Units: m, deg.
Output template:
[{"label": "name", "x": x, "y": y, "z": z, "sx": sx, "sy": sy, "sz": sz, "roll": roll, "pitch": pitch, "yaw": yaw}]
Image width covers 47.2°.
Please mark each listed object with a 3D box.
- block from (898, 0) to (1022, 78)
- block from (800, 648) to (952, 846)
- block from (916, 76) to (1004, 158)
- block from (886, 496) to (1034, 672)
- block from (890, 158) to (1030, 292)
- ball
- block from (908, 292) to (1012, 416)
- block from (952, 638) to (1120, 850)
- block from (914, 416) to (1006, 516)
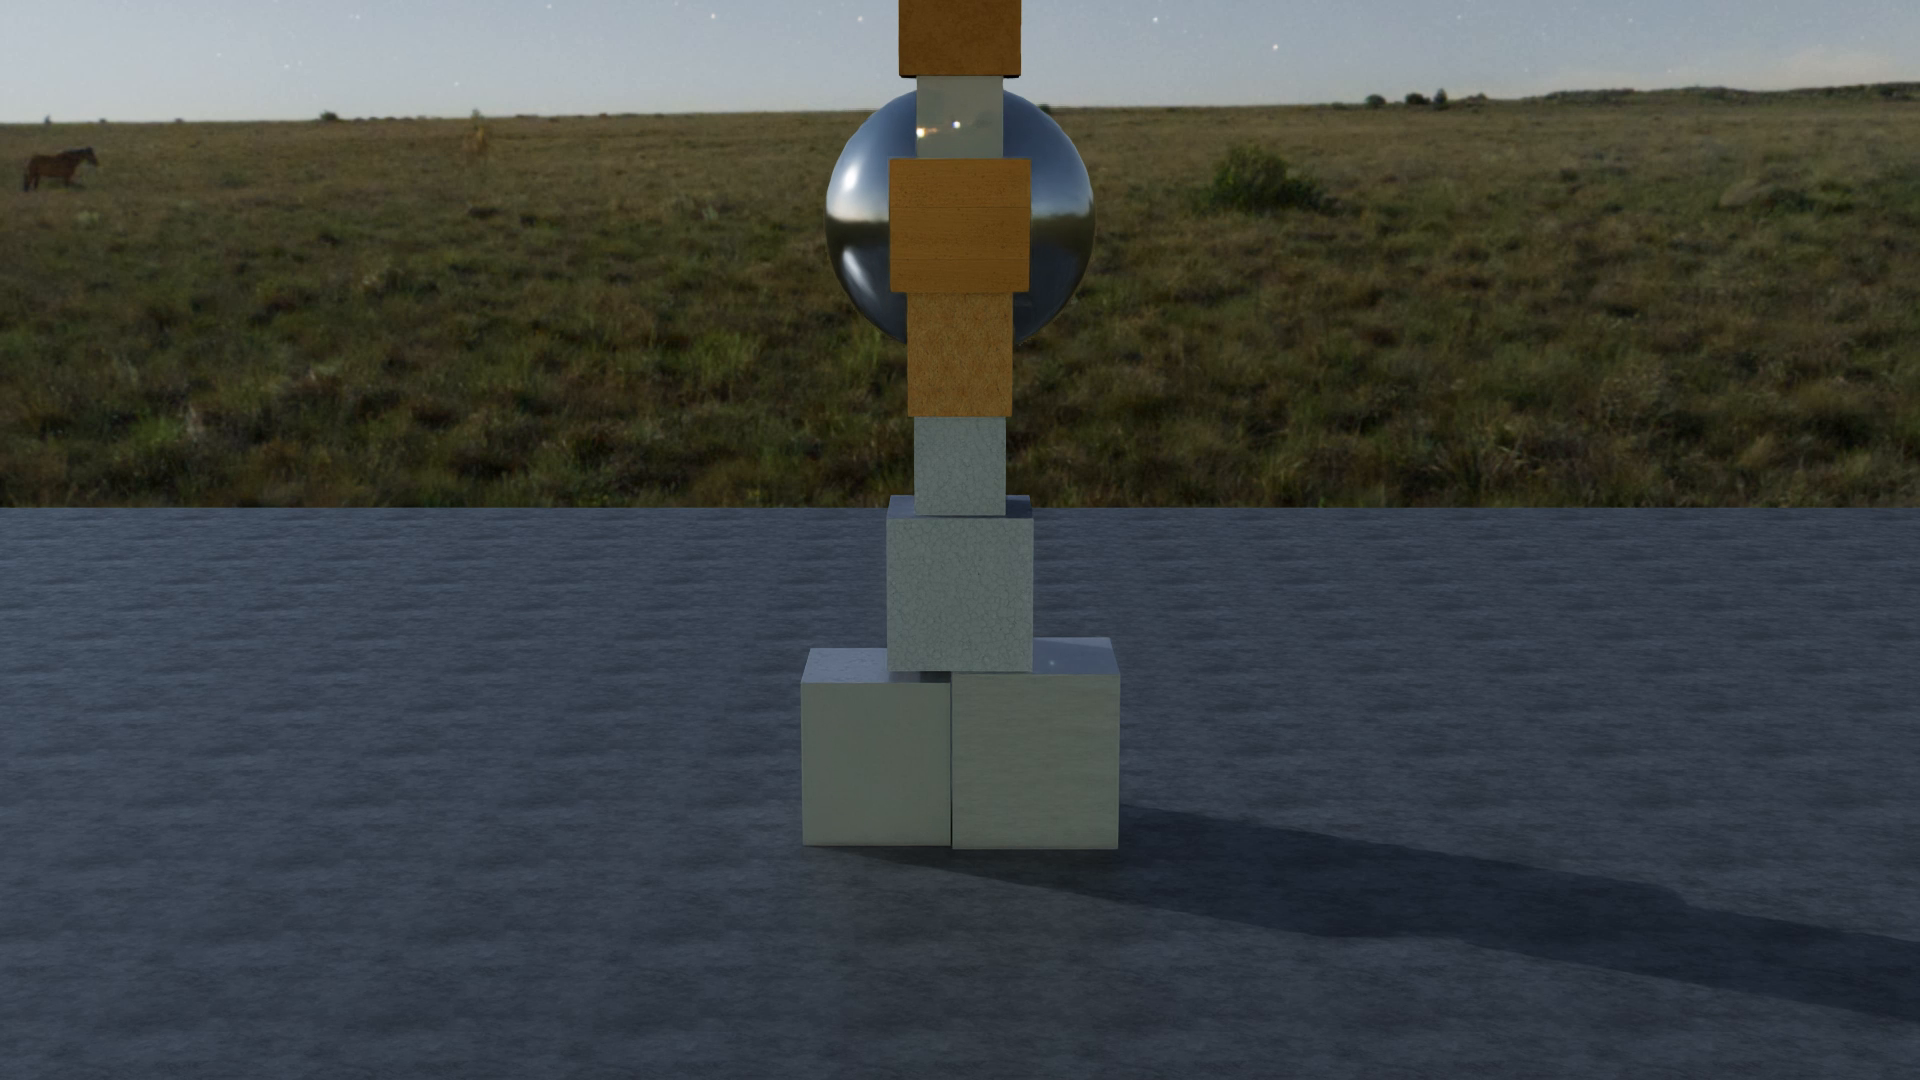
[{"label": "block", "x": 0.000, "y": -2.584, "z": 10.727, "sx": 0.584, "sy": 0.635, "sz": 0.570, "roll": 0, "pitch": 10, "yaw": 0}, {"label": "block", "x": -0.420, "y": 1.058, "z": 11.387, "sx": 0.745, "sy": 0.844, "sz": 0.760, "roll": 0, "pitch": 10, "yaw": 0}, {"label": "block", "x": 0.000, "y": -2.074, "z": 10.798, "sx": 0.420, "sy": 0.394, "sz": 0.416, "roll": 0, "pitch": 10, "yaw": 0}, {"label": "block", "x": 0.000, "y": 0.208, "z": 11.226, "sx": 0.724, "sy": 0.770, "sz": 0.726, "roll": 0, "pitch": 10, "yaw": 0}, {"label": "block", "x": 0.000, "y": -1.569, "z": 10.893, "sx": 0.672, "sy": 0.634, "sz": 0.690, "roll": 0, "pitch": 10, "yaw": 0}, {"label": "ball", "x": 0.000, "y": -1.881, "z": 12.947, "sx": 1.600, "sy": 1.600, "sz": 1.600, "roll": 0, "pitch": 10, "yaw": 0}, {"label": "block", "x": 0.000, "y": -0.956, "z": 11.007, "sx": 0.512, "sy": 0.612, "sz": 0.565, "roll": 0, "pitch": 10, "yaw": 0}, {"label": "block", "x": 0.378, "y": 1.035, "z": 11.352, "sx": 0.831, "sy": 0.902, "sz": 0.821, "roll": 0, "pitch": 10, "yaw": 0}, {"label": "block", "x": 0.000, "y": -0.410, "z": 11.093, "sx": 0.451, "sy": 0.494, "sz": 0.494, "roll": 0, "pitch": 10, "yaw": 0}]
